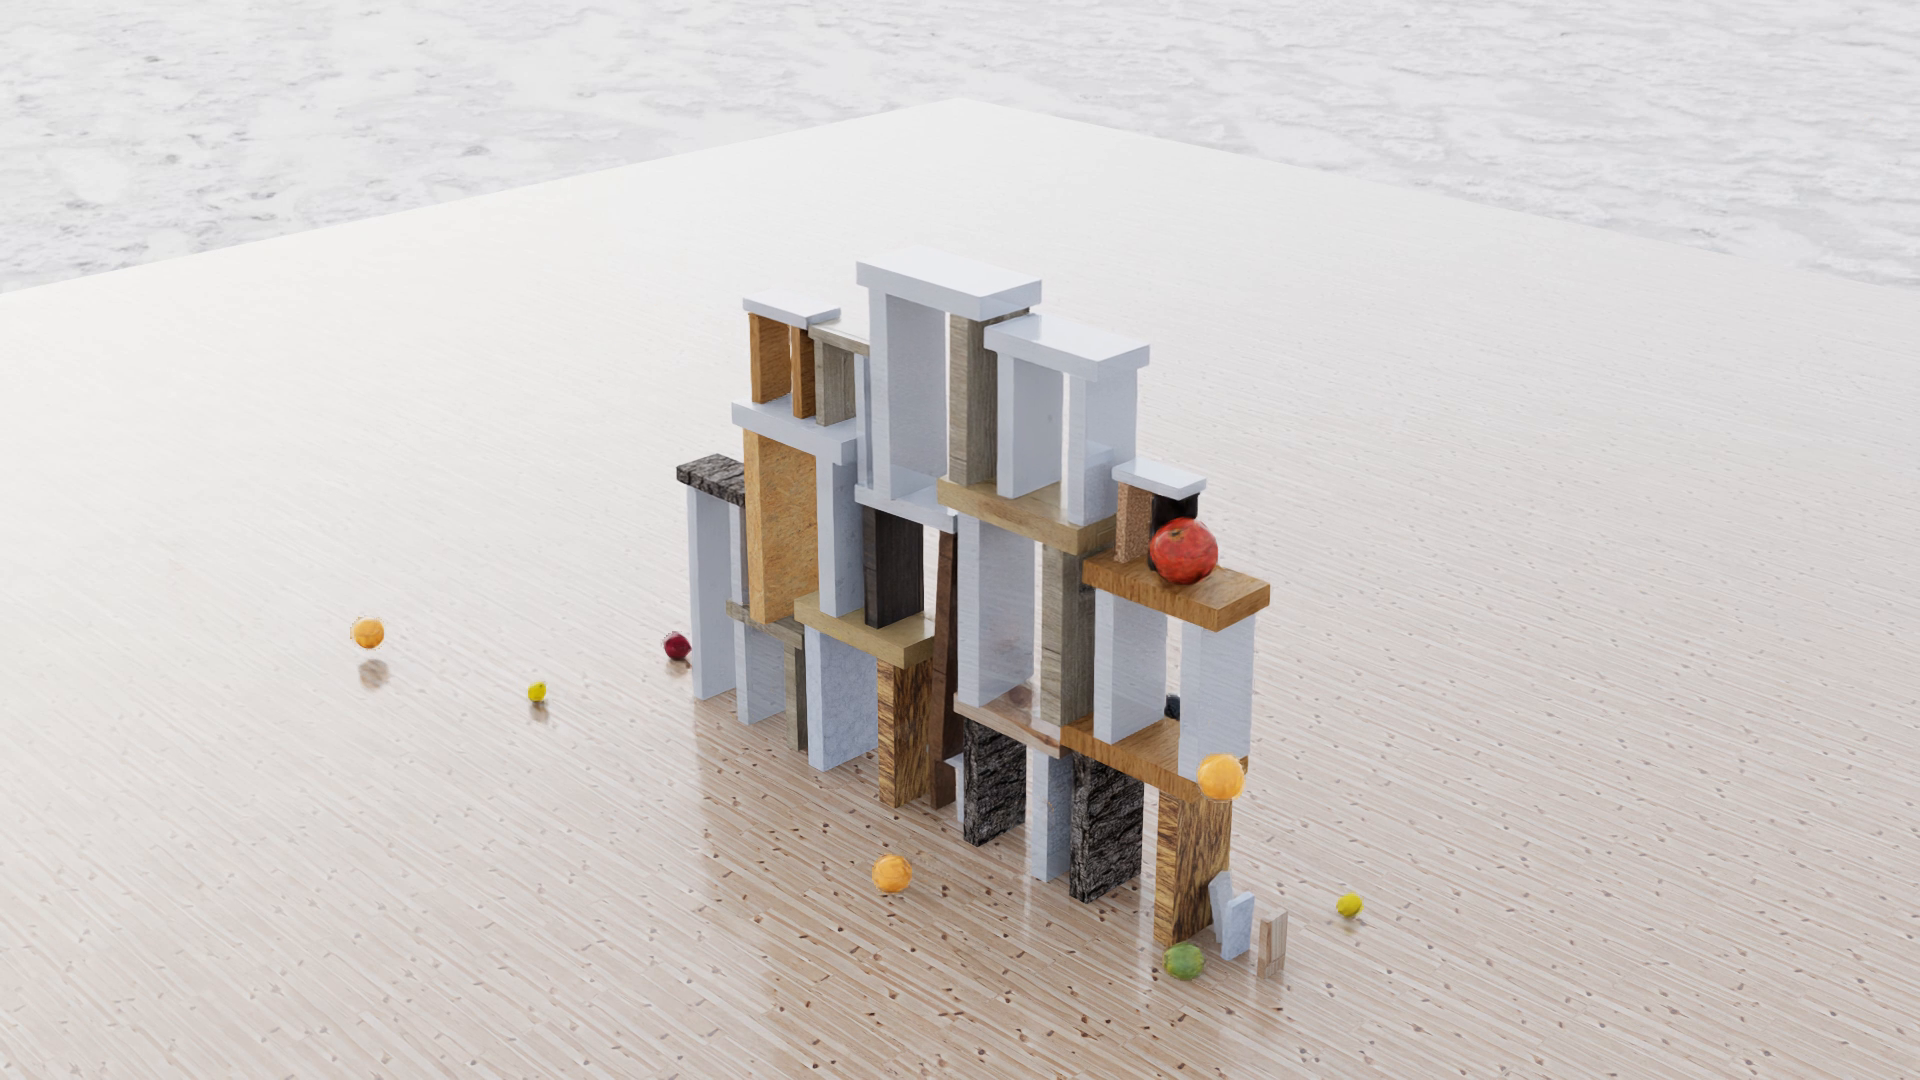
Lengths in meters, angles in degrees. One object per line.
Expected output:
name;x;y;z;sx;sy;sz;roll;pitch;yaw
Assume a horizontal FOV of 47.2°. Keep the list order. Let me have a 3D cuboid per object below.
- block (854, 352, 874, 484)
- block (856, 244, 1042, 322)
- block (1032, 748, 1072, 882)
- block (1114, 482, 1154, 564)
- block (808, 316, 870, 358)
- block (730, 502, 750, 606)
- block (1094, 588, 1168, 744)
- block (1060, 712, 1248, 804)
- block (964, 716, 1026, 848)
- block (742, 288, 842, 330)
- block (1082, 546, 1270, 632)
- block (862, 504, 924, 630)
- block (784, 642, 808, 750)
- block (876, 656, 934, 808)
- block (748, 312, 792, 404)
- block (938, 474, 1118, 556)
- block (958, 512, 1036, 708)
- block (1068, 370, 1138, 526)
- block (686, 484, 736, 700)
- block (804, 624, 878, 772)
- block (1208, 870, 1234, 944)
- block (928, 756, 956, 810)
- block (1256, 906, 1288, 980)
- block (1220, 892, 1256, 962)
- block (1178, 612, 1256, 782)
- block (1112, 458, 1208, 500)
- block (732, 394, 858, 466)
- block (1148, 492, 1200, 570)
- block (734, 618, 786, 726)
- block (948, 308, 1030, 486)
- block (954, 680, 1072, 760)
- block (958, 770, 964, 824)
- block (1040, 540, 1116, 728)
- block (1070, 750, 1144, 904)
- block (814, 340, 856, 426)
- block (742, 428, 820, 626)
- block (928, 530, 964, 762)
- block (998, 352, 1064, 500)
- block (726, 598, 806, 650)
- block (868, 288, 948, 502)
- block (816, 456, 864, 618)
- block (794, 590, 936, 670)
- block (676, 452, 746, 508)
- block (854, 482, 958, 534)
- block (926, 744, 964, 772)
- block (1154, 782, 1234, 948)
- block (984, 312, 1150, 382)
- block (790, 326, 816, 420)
block;-0.162;-0.246;4.288;0.025;0.264;0.088;19;30;40
block;-0.022;-0.475;4.045;0.322;0.046;0.161;22;31;40
block;0.200;0.505;4.217;0.039;0.277;0.139;21;31;41
block;0.309;-0.041;3.870;0.021;0.150;0.075;22;32;39
block;-0.204;-0.396;4.271;0.088;0.025;0.175;-21;31;-40
block;-0.435;0.015;4.706;0.033;0.231;0.116;22;32;40
block;0.309;0.206;3.975;0.149;0.299;0.042;-21;30;-40
block;0.352;0.378;4.009;0.157;0.044;0.314;-21;31;-41
block;0.070;0.453;4.337;0.039;0.277;0.139;21;31;41
block;-0.336;-0.462;4.388;0.189;0.027;0.094;21;30;40
block;0.376;0.075;3.845;0.299;0.042;0.149;21;31;40
block;-0.132;0.036;4.389;0.037;0.260;0.130;21;31;41
block;-0.315;0.316;4.700;0.124;0.248;0.035;-21;31;-41
block;-0.091;0.368;4.476;0.046;0.327;0.163;21;31;41
block;-0.385;-0.380;4.473;0.027;0.189;0.095;17;28;35
block;0.144;-0.067;4.034;0.176;0.050;0.353;-21;31;-40
block;0.070;0.106;4.195;0.050;0.395;0.176;17;28;35
block;0.251;-0.173;3.869;0.136;0.272;0.039;-21;30;-40
block;-0.540;0.104;4.857;0.116;0.514;0.033;-21;32;-40
block;-0.245;0.308;4.618;0.046;0.327;0.163;21;31;41
block;0.482;0.672;4.026;0.017;0.118;0.059;2;20;33
block;-0.035;0.484;4.469;0.017;0.117;0.058;18;28;42
block;0.557;0.718;3.917;0.017;0.118;0.059;21;31;41
block;0.501;0.697;3.967;0.059;0.118;0.017;-19;32;-37
block;0.449;0.260;3.847;0.042;0.299;0.149;20;30;41
block;0.344;-0.107;3.802;0.150;0.021;0.075;20;30;41
block;-0.288;-0.236;4.437;0.169;0.048;0.337;-21;31;-40
block;0.370;-0.019;3.818;0.075;0.150;0.021;-4;30;-9
block;-0.431;0.270;4.808;0.035;0.248;0.124;21;31;41
block;0.053;-0.274;4.045;0.161;0.322;0.046;-21;31;-41
block;0.135;0.333;4.215;0.277;0.039;0.139;21;31;41
block;0.021;0.505;4.420;0.017;0.117;0.058;18;28;36
block;0.228;0.150;4.037;0.176;0.353;0.050;-21;31;-40
block;0.278;0.514;4.147;0.044;0.314;0.157;21;31;41
block;-0.245;-0.320;4.348;0.088;0.175;0.025;-21;31;-40
block;-0.367;-0.048;4.603;0.048;0.428;0.169;21;31;41
block;0.007;0.192;4.325;0.037;0.500;0.130;24;32;38
block;0.128;-0.223;3.989;0.039;0.272;0.136;20;30;39
block;-0.373;0.163;4.699;0.124;0.035;0.247;-21;31;-41
block;-0.097;-0.293;4.205;0.046;0.414;0.161;19;29;39
block;-0.208;-0.028;4.439;0.048;0.337;0.169;21;31;41
block;-0.168;0.166;4.474;0.327;0.046;0.163;21;31;41
block;-0.489;-0.128;4.702;0.231;0.033;0.116;21;31;40
block;-0.066;-0.079;4.274;0.260;0.037;0.130;19;29;39
block;-0.007;0.431;4.423;0.059;0.017;0.117;-18;30;-39
block;0.426;0.572;4.011;0.157;0.314;0.044;-21;31;-40
block;0.187;-0.342;3.871;0.136;0.039;0.272;-21;31;-40
block;-0.291;-0.344;4.388;0.094;0.189;0.027;-21;31;-40
